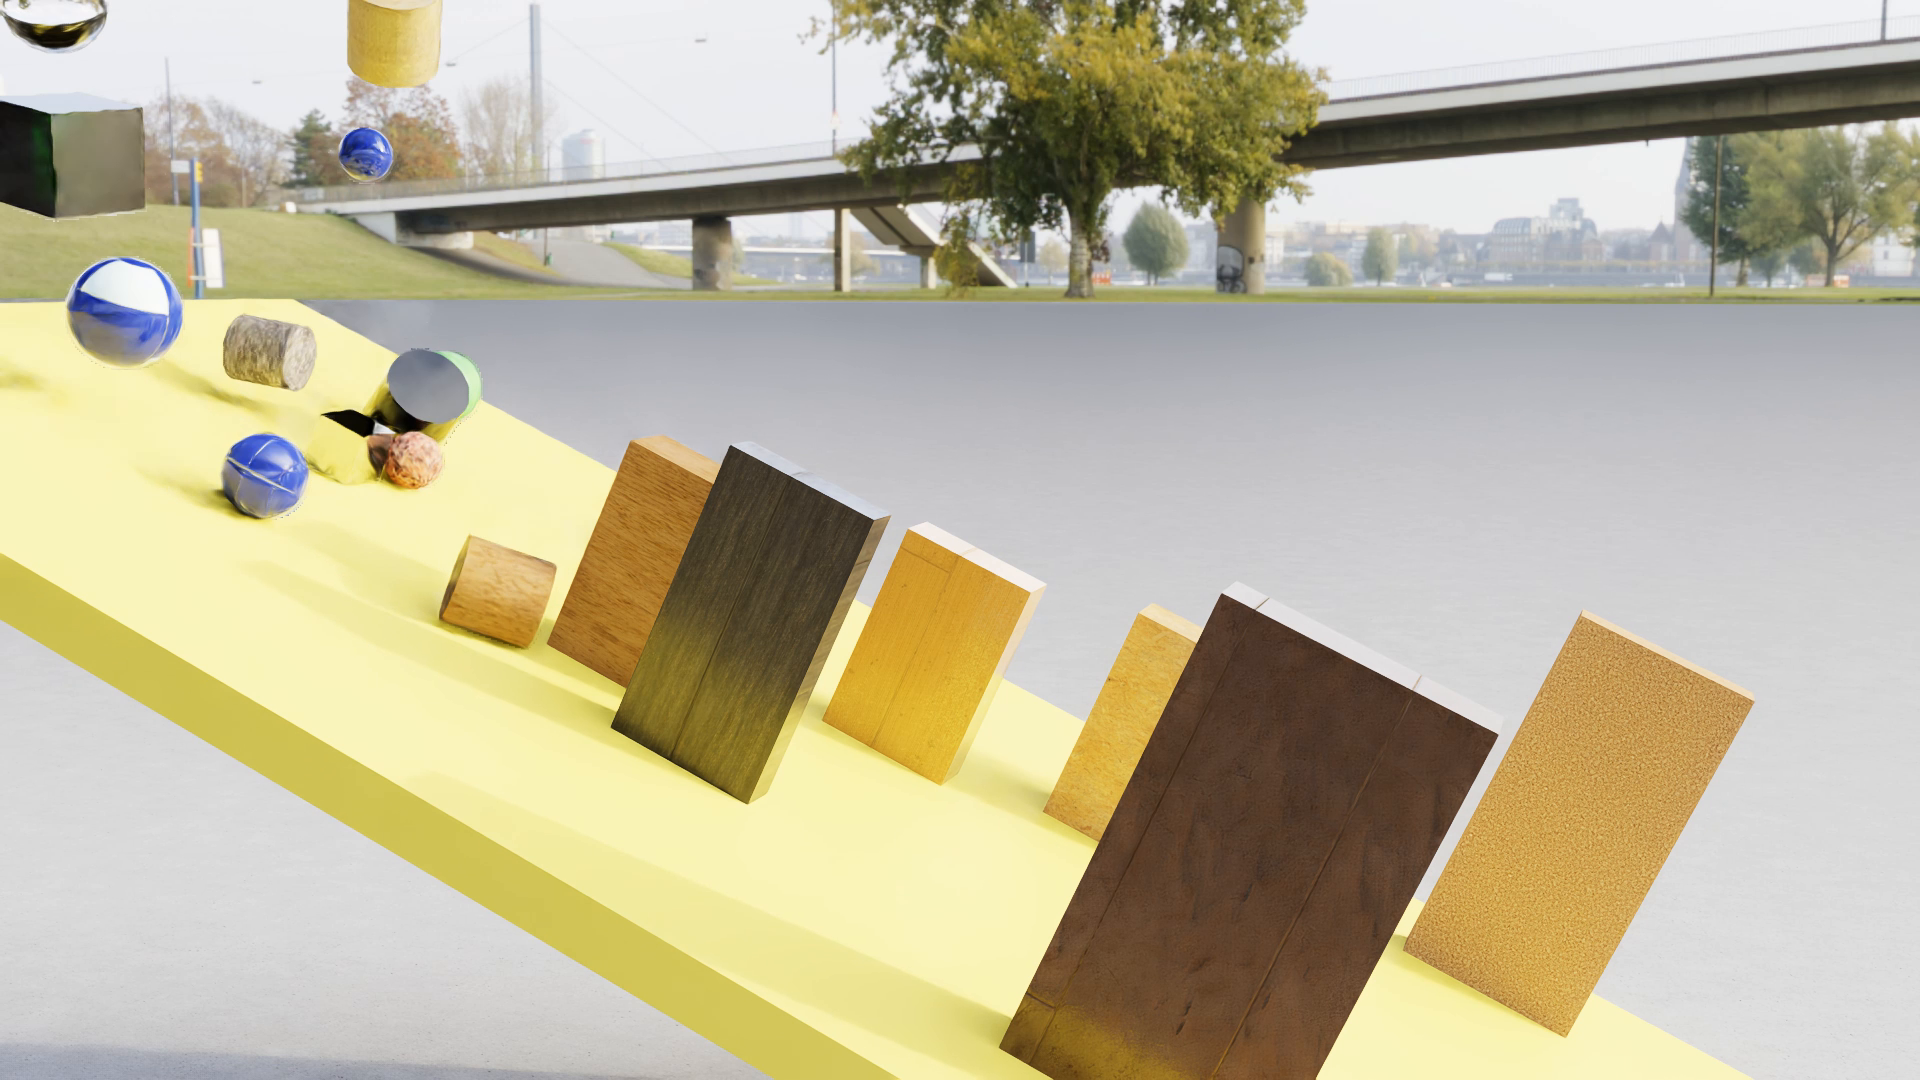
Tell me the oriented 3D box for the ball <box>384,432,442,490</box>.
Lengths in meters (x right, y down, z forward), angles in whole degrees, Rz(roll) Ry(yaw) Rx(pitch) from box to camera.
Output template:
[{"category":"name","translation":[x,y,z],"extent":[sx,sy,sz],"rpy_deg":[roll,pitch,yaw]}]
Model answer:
[{"category":"ball","translation":[-1.131,-0.165,4.549],"extent":[0.119,0.119,0.119],"rpy_deg":[0,7,0]}]

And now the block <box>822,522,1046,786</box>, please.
[{"category":"block","translation":[-0.051,0.220,4.295],"extent":[0.271,0.426,0.117],"rpy_deg":[28,14,12]}]

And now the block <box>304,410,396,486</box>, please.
[{"category":"block","translation":[-1.238,-0.188,4.457],"extent":[0.110,0.110,0.110],"rpy_deg":[27,16,15]}]

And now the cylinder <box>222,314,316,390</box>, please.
[{"category":"cylinder","translation":[-1.438,-0.390,4.581],"extent":[0.138,0.138,0.138],"rpy_deg":[11,9,10]}]

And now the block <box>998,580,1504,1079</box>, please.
[{"category":"block","translation":[0.421,0.511,3.241],"extent":[0.431,0.781,0.126],"rpy_deg":[28,14,12]}]

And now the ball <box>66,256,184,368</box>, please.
[{"category":"ball","translation":[-1.574,-0.429,4.145],"extent":[0.208,0.208,0.208],"rpy_deg":[0,7,0]}]

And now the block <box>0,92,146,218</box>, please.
[{"category":"block","translation":[-1.775,-0.769,4.378],"extent":[0.204,0.204,0.204],"rpy_deg":[18,22,32]}]

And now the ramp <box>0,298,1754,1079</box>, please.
[{"category":"ramp","translation":[-0.265,0.453,4.171],"extent":[4.000,0.100,2.000],"rpy_deg":[28,14,12]}]

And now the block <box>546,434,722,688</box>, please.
[{"category":"block","translation":[-0.490,0.087,4.050],"extent":[0.392,0.422,0.141],"rpy_deg":[28,14,12]}]

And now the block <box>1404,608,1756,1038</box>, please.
[{"category":"block","translation":[1.237,0.572,4.428],"extent":[0.362,0.783,0.096],"rpy_deg":[28,14,12]}]

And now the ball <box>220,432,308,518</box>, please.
[{"category":"ball","translation":[-1.277,-0.119,4.037],"extent":[0.157,0.157,0.157],"rpy_deg":[0,7,0]}]

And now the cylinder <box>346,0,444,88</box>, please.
[{"category":"cylinder","translation":[-1.162,-1.064,4.520],"extent":[0.189,0.189,0.189],"rpy_deg":[9,45,-9]}]

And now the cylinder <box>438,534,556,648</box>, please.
[{"category":"cylinder","translation":[-0.837,0.093,3.984],"extent":[0.162,0.162,0.162],"rpy_deg":[20,1,-17]}]

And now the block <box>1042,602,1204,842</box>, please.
[{"category":"block","translation":[0.410,0.402,4.350],"extent":[0.310,0.451,0.138],"rpy_deg":[28,14,12]}]

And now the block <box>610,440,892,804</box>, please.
[{"category":"block","translation":[-0.363,0.142,3.782],"extent":[0.283,0.551,0.089],"rpy_deg":[28,14,12]}]

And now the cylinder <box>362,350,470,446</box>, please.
[{"category":"cylinder","translation":[-1.156,-0.281,4.665],"extent":[0.178,0.178,0.178],"rpy_deg":[-5,-24,-37]}]

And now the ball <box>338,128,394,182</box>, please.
[{"category":"ball","translation":[-1.268,-0.823,4.691],"extent":[0.113,0.113,0.113],"rpy_deg":[0,7,0]}]

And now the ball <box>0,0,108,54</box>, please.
[{"category":"ball","translation":[-1.792,-1.064,4.348],"extent":[0.203,0.203,0.203],"rpy_deg":[0,7,0]}]

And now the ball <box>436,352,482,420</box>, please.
[{"category":"ball","translation":[-1.139,-0.338,4.857],"extent":[0.159,0.159,0.159],"rpy_deg":[0,7,0]}]
